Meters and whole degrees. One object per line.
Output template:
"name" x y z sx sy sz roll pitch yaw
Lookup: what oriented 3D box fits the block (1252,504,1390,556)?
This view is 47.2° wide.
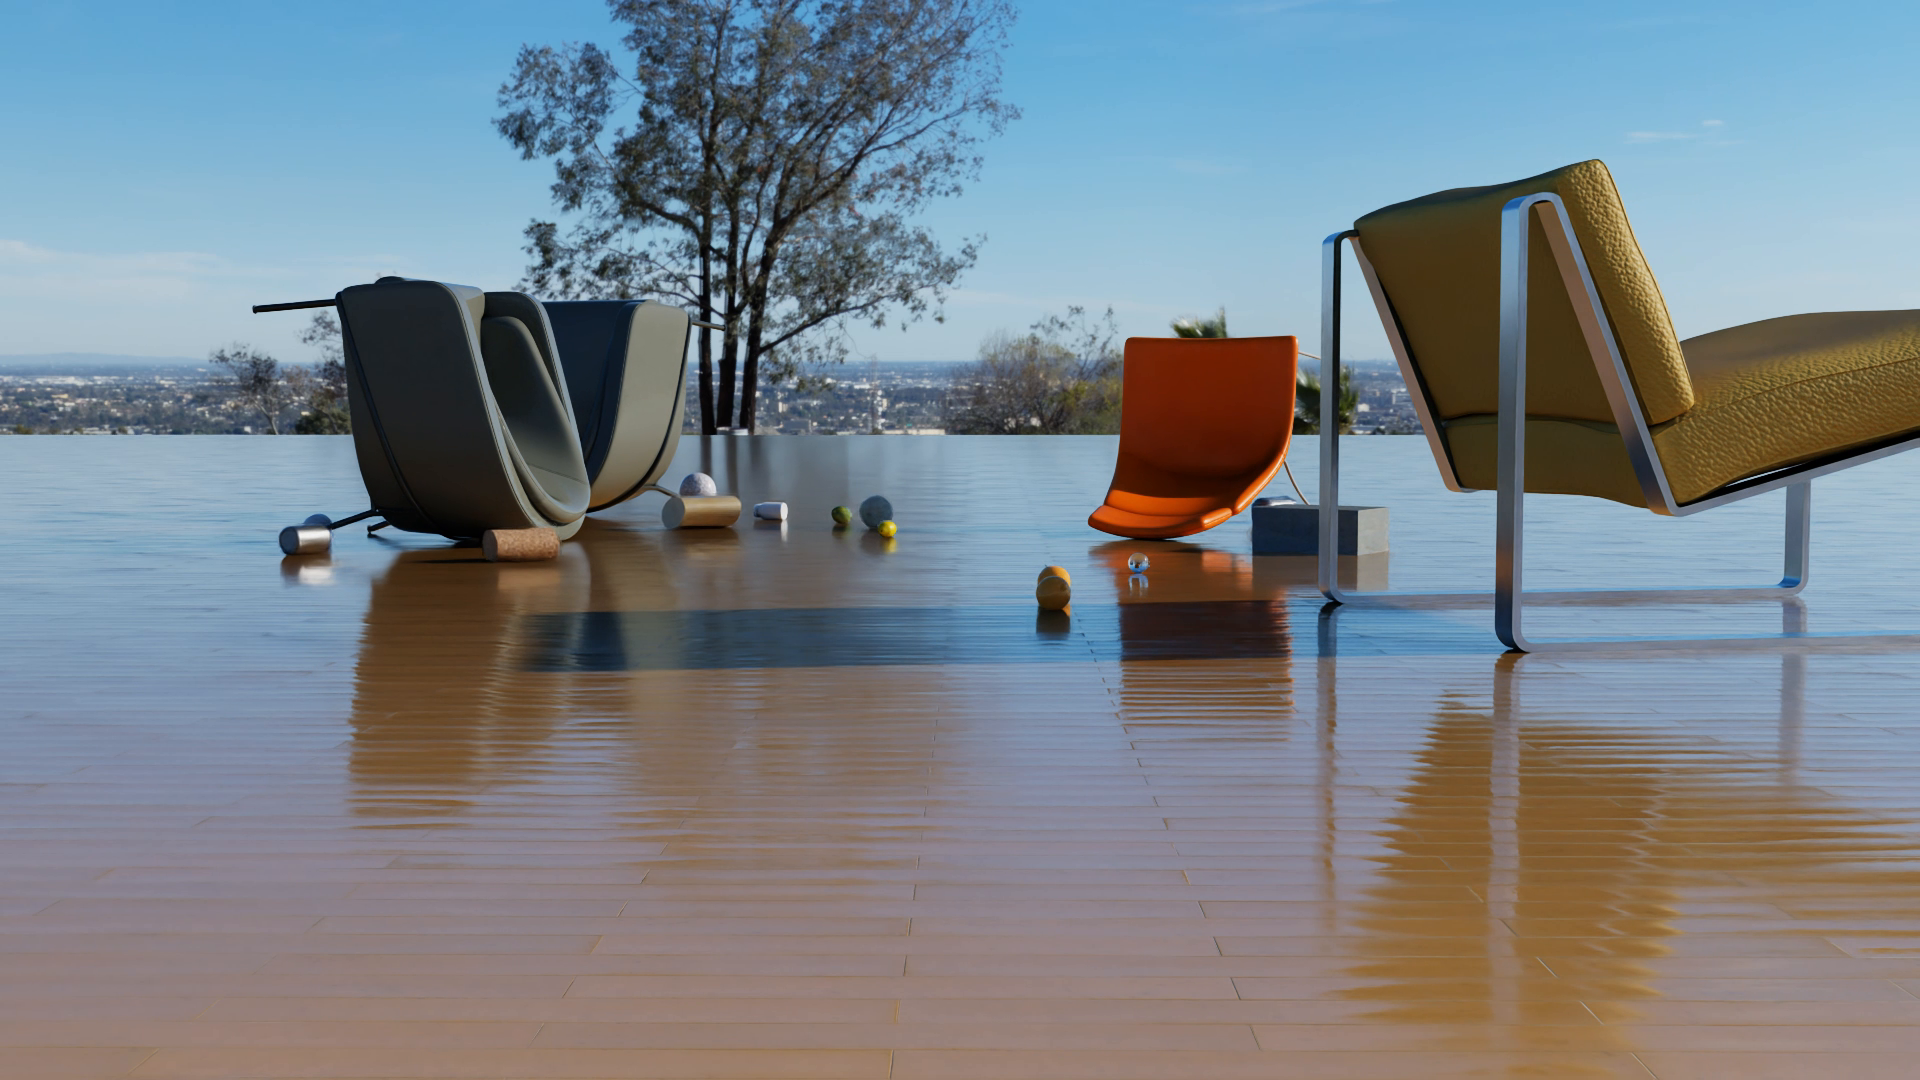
"block" 1.003 -0.031 6.112 0.315 0.121 0.212 3 5 34

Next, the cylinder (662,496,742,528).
"cylinder" -0.834 -0.091 7.090 0.201 0.098 0.170 -3 -11 -34

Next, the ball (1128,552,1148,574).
"ball" 0.436 0.056 5.366 0.050 0.050 0.050 0 4 0

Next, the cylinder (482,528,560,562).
"cylinder" -1.153 0.012 5.770 0.163 0.081 0.142 -2 9 -28

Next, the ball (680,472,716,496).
"ball" -0.980 -0.184 8.220 0.137 0.137 0.137 0 4 0

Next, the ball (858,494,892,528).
"ball" -0.275 -0.093 7.130 0.106 0.106 0.106 0 4 0
